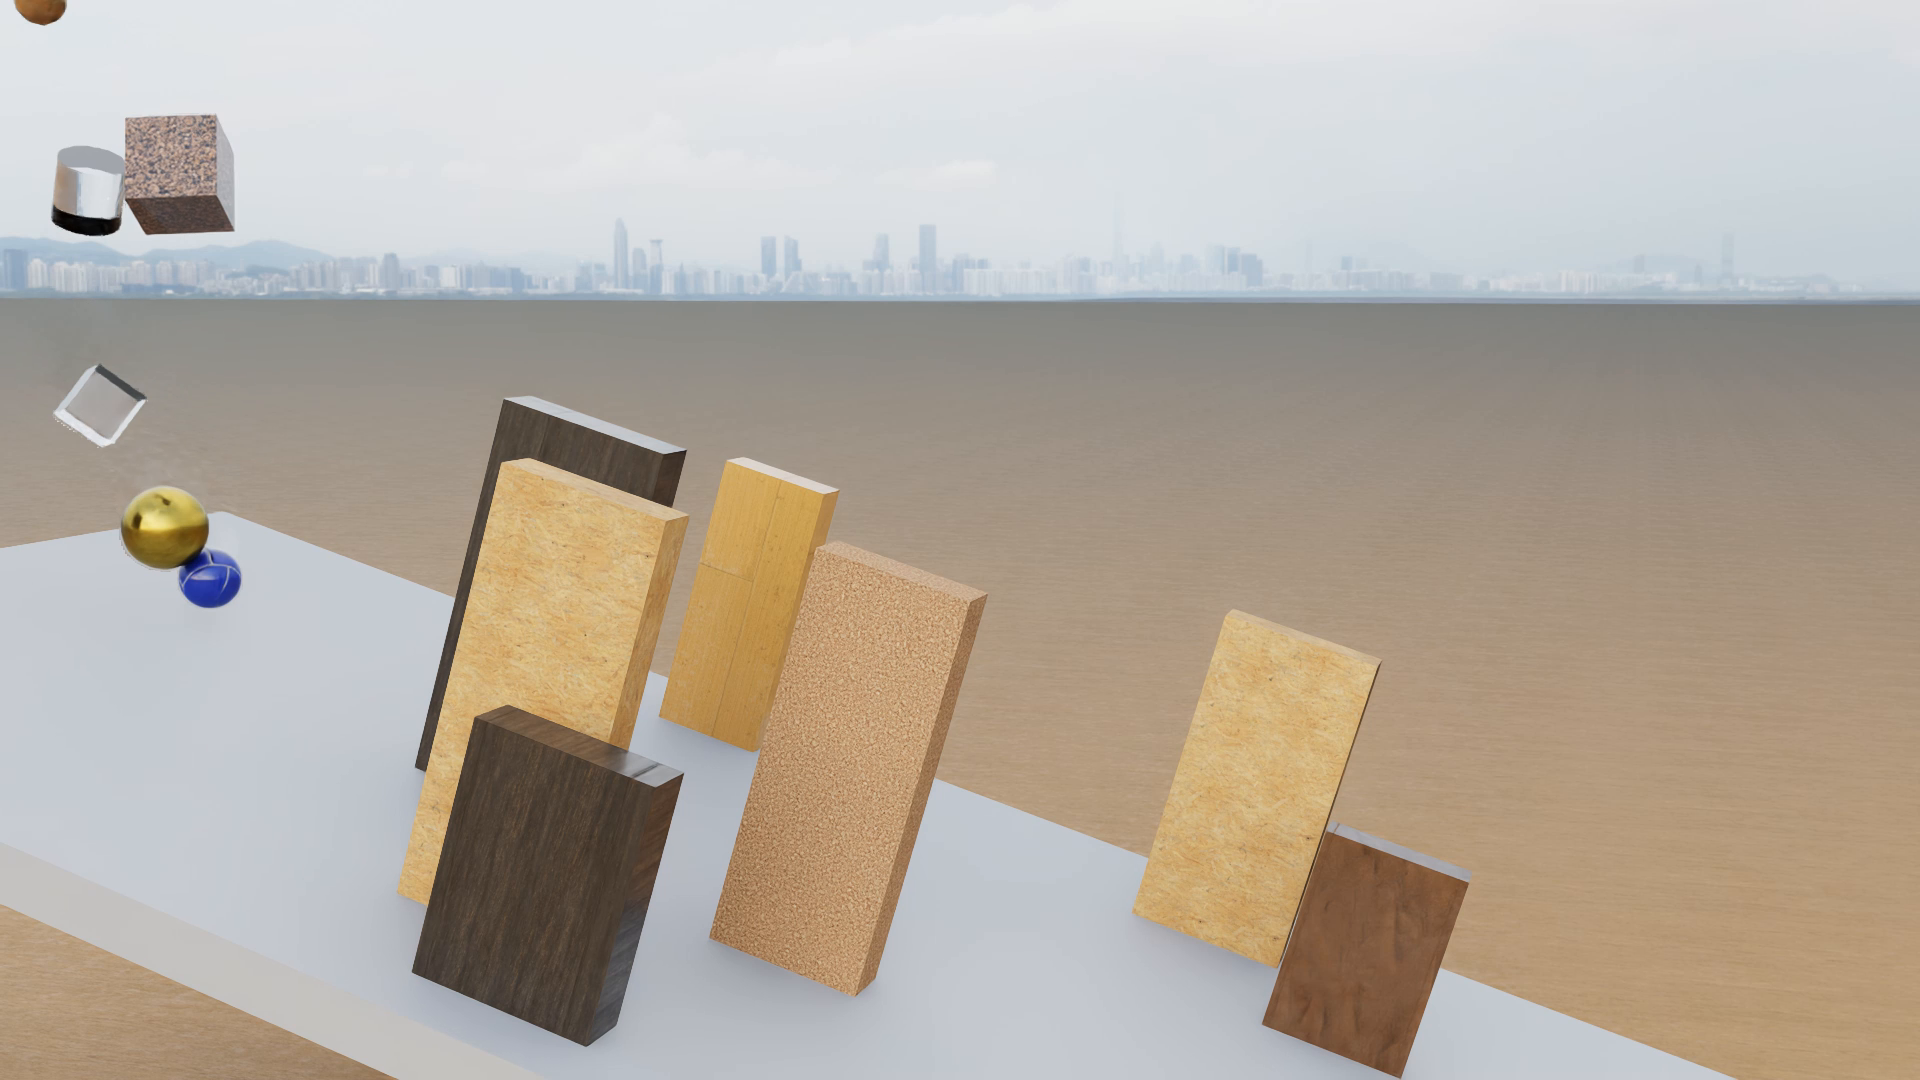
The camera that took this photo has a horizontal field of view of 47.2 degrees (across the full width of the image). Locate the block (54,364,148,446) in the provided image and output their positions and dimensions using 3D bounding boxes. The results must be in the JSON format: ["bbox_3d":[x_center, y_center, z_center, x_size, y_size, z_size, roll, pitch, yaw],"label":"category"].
[{"bbox_3d":[-1.695,-0.264,4.335,0.110,0.110,0.110,40,-23,-26],"label":"block"}]

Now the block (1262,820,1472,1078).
[{"bbox_3d":[0.780,0.785,4.221,0.279,0.410,0.082,19,12,14],"label":"block"}]

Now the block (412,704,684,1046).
[{"bbox_3d":[-0.647,0.522,3.441,0.316,0.436,0.105,19,12,14],"label":"block"}]

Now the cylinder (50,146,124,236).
[{"bbox_3d":[-1.878,-0.753,4.744,0.143,0.143,0.143,15,28,-8],"label":"cylinder"}]

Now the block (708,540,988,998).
[{"bbox_3d":[-0.200,0.401,3.866,0.288,0.740,0.109,19,12,14],"label":"block"}]

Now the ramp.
[{"bbox_3d":[-0.372,0.720,4.236,4.000,0.100,2.000,19,12,14],"label":"ramp"}]

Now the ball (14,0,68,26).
[{"bbox_3d":[-1.948,-1.145,4.658,0.107,0.107,0.107,0,7,0],"label":"ball"}]

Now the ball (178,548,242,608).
[{"bbox_3d":[-1.639,0.084,4.808,0.133,0.133,0.133,0,7,0],"label":"ball"}]

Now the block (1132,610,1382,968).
[{"bbox_3d":[0.617,0.518,4.594,0.324,0.676,0.090,19,12,14],"label":"block"}]

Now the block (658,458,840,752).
[{"bbox_3d":[-0.481,0.146,4.999,0.243,0.619,0.100,19,12,14],"label":"block"}]

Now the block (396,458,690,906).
[{"bbox_3d":[-0.700,0.280,3.672,0.304,0.772,0.094,19,12,14],"label":"block"}]

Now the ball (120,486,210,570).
[{"bbox_3d":[-1.703,-0.026,4.712,0.179,0.179,0.179,0,7,0],"label":"ball"}]

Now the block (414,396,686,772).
[{"bbox_3d":[-0.795,0.138,4.252,0.344,0.759,0.106,19,12,14],"label":"block"}]

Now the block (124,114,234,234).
[{"bbox_3d":[-1.602,-0.750,4.520,0.179,0.179,0.179,-4,-15,-8],"label":"block"}]
